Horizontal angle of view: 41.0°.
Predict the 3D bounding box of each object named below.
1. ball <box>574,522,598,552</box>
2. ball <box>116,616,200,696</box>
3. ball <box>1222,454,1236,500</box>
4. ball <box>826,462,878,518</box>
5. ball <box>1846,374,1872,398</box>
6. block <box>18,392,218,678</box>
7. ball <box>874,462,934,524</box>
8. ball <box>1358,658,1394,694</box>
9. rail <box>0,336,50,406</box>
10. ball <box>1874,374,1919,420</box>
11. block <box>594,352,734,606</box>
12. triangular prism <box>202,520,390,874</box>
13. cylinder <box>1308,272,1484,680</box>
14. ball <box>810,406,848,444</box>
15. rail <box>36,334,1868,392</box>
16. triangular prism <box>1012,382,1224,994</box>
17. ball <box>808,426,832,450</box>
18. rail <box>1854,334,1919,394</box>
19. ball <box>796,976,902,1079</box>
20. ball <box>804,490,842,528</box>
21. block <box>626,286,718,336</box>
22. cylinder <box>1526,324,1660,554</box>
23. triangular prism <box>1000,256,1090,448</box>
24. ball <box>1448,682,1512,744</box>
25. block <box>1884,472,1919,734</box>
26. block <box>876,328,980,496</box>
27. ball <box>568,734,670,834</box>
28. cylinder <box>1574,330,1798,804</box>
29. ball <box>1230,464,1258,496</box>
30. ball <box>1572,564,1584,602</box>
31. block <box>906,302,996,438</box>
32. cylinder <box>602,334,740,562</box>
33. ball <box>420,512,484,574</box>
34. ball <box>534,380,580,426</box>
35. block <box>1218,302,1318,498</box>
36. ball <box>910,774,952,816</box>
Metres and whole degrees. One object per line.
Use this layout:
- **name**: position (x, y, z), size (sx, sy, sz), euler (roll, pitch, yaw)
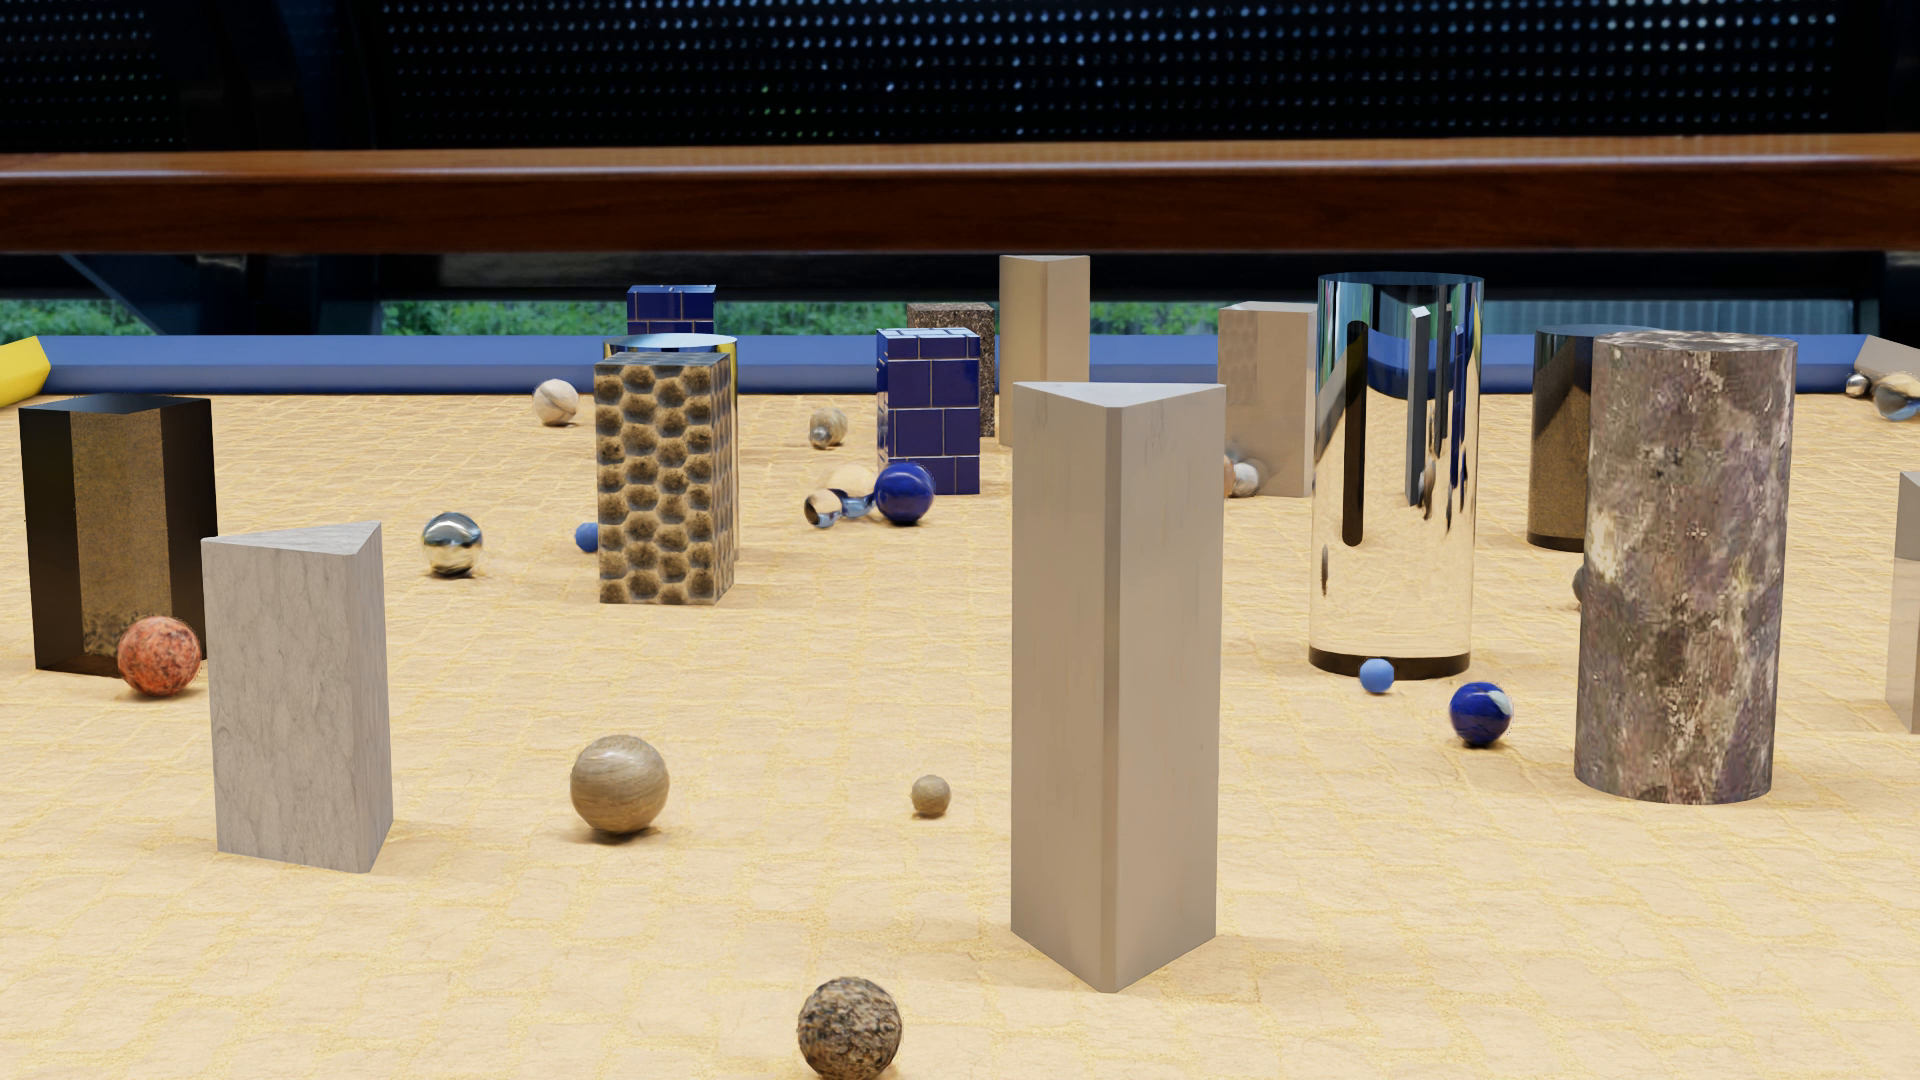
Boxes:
- **ball**: position (-0.560, -0.005, 3.883), size (0.046, 0.046, 0.046), euler (0, 10, 0)
- **ball**: position (-0.936, 0.135, 2.998), size (0.093, 0.093, 0.093), euler (0, 10, 0)
- **ball**: position (0.412, -0.106, 4.280), size (0.095, 0.095, 0.095), euler (0, 10, 0)
- **ball**: position (-0.174, -0.081, 4.174), size (0.090, 0.090, 0.090), euler (0, 10, 0)
- **ball**: position (1.988, -0.341, 5.677), size (0.055, 0.055, 0.055), euler (0, 10, 0)
- **block**: position (-1.026, -0.008, 3.146), size (0.158, 0.322, 0.158), euler (4, 11, 22)
- **ball**: position (-0.090, -0.076, 4.125), size (0.098, 0.098, 0.098), euler (0, 10, 0)
- **ball**: position (0.489, 0.159, 3.012), size (0.042, 0.042, 0.042), euler (0, 10, 0)
- **rail**: position (-2.033, 0.035, 3.437), size (0.045, 0.128, 4.714), euler (0, 10, 0)
- **ball**: position (1.945, -0.296, 5.315), size (0.099, 0.099, 0.099), euler (0, 10, 0)
- **block**: position (-0.407, -0.088, 3.556), size (0.158, 0.329, 0.158), euler (1, 11, 5)
- **triangular prism**: position (-0.589, 0.140, 2.416), size (0.171, 0.297, 0.148), euler (5, 12, 25)
- **cylinder**: position (0.530, -0.082, 3.130), size (0.198, 0.474, 0.198), euler (0, 10, 0)
- **ball**: position (-0.254, -0.222, 4.980), size (0.075, 0.075, 0.075), euler (0, 10, 0)
- **rail**: position (-0.013, -0.392, 5.743), size (4.113, 0.128, 0.045), euler (0, 10, 0)
- **triangular prism**: position (0.106, 0.109, 2.107), size (0.148, 0.470, 0.171), euler (7, 13, 34)
- **ball**: position (-0.269, -0.196, 4.924), size (0.044, 0.044, 0.044), euler (0, 10, 0)
- **rail**: position (2.033, 0.031, 3.460), size (0.045, 0.128, 4.714), euler (0, 10, 0)
- **ball**: position (-0.080, 0.355, 1.859), size (0.076, 0.076, 0.076), euler (0, 10, 0)
- **ball**: position (-0.219, -0.050, 4.088), size (0.061, 0.061, 0.061), euler (0, 10, 0)
- **block**: position (-0.538, -0.316, 4.829), size (0.158, 0.314, 0.158), euler (-1, 11, -3)
- **cylinder**: position (0.977, -0.158, 3.939), size (0.198, 0.328, 0.198), euler (0, 10, 0)
- **triangular prism**: position (0.140, -0.360, 4.924), size (0.148, 0.366, 0.171), euler (7, 12, 32)
- **ball**: position (0.565, 0.188, 2.786), size (0.068, 0.068, 0.068), euler (0, 10, 0)
- **block**: position (1.140, 0.070, 2.869), size (0.158, 0.269, 0.158), euler (2, 11, 9)
- **block**: position (-0.056, -0.224, 4.451), size (0.158, 0.271, 0.158), euler (-2, 11, -8)
- **ball**: position (-0.326, 0.234, 2.457), size (0.096, 0.096, 0.096), euler (0, 10, 0)
- **cylinder**: position (0.737, 0.023, 2.614), size (0.198, 0.454, 0.198), euler (0, 10, 0)
- **ball**: position (0.481, -0.102, 4.380), size (0.057, 0.057, 0.057), euler (0, 10, 0)
- **ball**: position (0.865, 0.060, 3.481), size (0.065, 0.065, 0.065), euler (0, 10, 0)
- **block**: position (-0.019, -0.341, 5.135), size (0.158, 0.252, 0.158), euler (-1, 11, -7)
- **cylinder**: position (-0.428, -0.134, 3.814), size (0.198, 0.327, 0.198), euler (0, 10, 0)
- **ball**: position (-0.734, 0.005, 3.709), size (0.091, 0.091, 0.091), euler (0, 10, 0)
- **ball**: position (-0.826, -0.282, 5.252), size (0.094, 0.094, 0.094), euler (0, 10, 0)
- **block**: position (0.546, -0.246, 4.444), size (0.158, 0.317, 0.158), euler (5, 12, 24)
- **ball**: position (-0.028, 0.251, 2.520), size (0.040, 0.040, 0.040), euler (0, 10, 0)
